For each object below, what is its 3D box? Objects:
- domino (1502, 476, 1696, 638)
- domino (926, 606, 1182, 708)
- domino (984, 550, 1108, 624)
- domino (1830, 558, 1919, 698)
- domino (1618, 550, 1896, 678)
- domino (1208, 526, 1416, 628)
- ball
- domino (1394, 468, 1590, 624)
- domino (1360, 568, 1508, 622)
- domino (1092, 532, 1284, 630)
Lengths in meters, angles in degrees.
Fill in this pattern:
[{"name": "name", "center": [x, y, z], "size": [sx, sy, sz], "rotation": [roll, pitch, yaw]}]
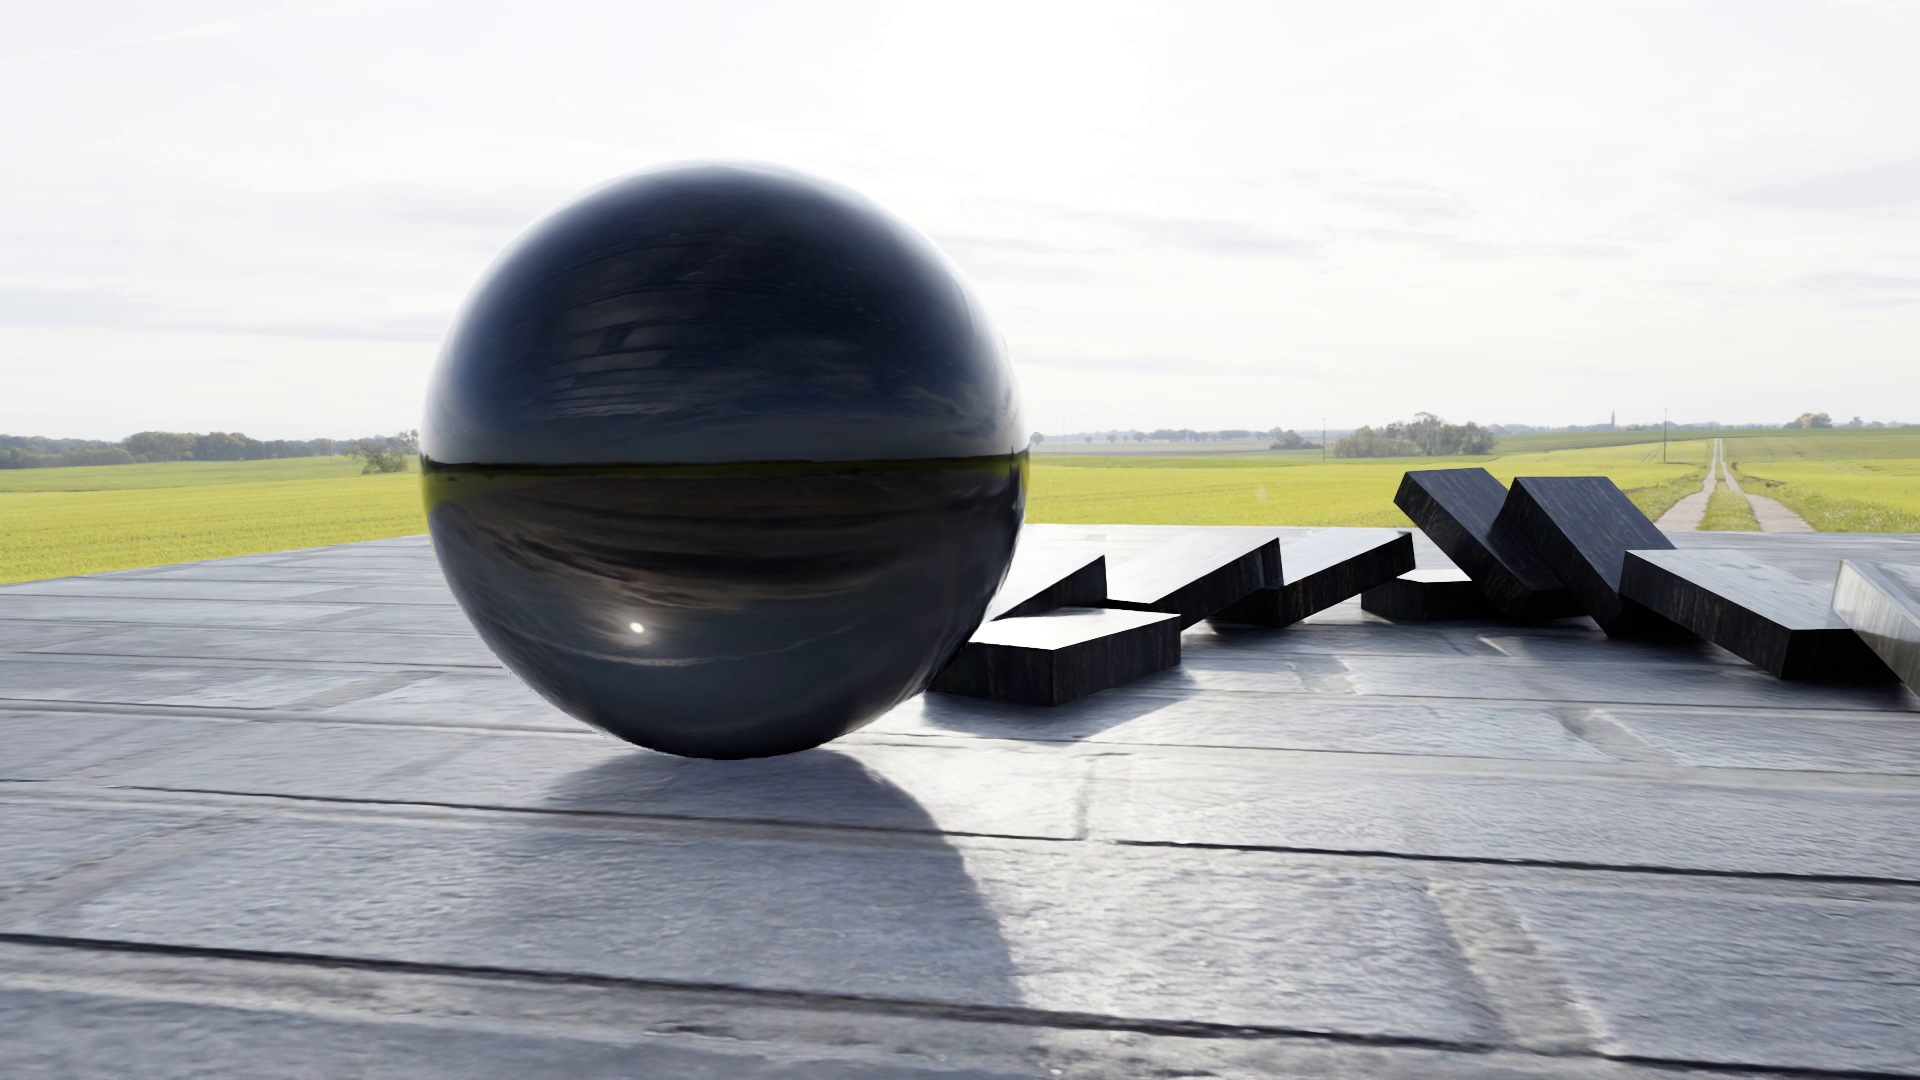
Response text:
[{"name": "domino", "center": [0.152, 0.003, 0.302], "size": [0.025, 0.010, 0.050], "rotation": [-1, 36, -9]}, {"name": "domino", "center": [0.019, 0.020, 0.235], "size": [0.025, 0.009, 0.050], "rotation": [3, 5, 34]}, {"name": "domino", "center": [0.008, 0.013, 0.264], "size": [0.025, 0.009, 0.050], "rotation": [3, 16, 33]}, {"name": "domino", "center": [0.169, 0.016, 0.215], "size": [0.025, 0.009, 0.050], "rotation": [7, 17, 17]}, {"name": "domino", "center": [0.159, 0.014, 0.257], "size": [0.025, 0.010, 0.050], "rotation": [0, 16, -6]}, {"name": "domino", "center": [0.086, 0.008, 0.317], "size": [0.050, 0.009, 0.025], "rotation": [-18, 13, -32]}, {"name": "ball", "center": [-0.030, -0.011, 0.174], "size": [0.080, 0.080, 0.080], "rotation": [0, 4, 0]}, {"name": "domino", "center": [0.134, 0.000, 0.319], "size": [0.025, 0.009, 0.050], "rotation": [-4, 37, -20]}, {"name": "domino", "center": [0.131, 0.013, 0.326], "size": [0.050, 0.010, 0.025], "rotation": [-1, 4, -17]}, {"name": "domino", "center": [0.049, 0.010, 0.295], "size": [0.050, 0.010, 0.025], "rotation": [-22, 18, -41]}]
